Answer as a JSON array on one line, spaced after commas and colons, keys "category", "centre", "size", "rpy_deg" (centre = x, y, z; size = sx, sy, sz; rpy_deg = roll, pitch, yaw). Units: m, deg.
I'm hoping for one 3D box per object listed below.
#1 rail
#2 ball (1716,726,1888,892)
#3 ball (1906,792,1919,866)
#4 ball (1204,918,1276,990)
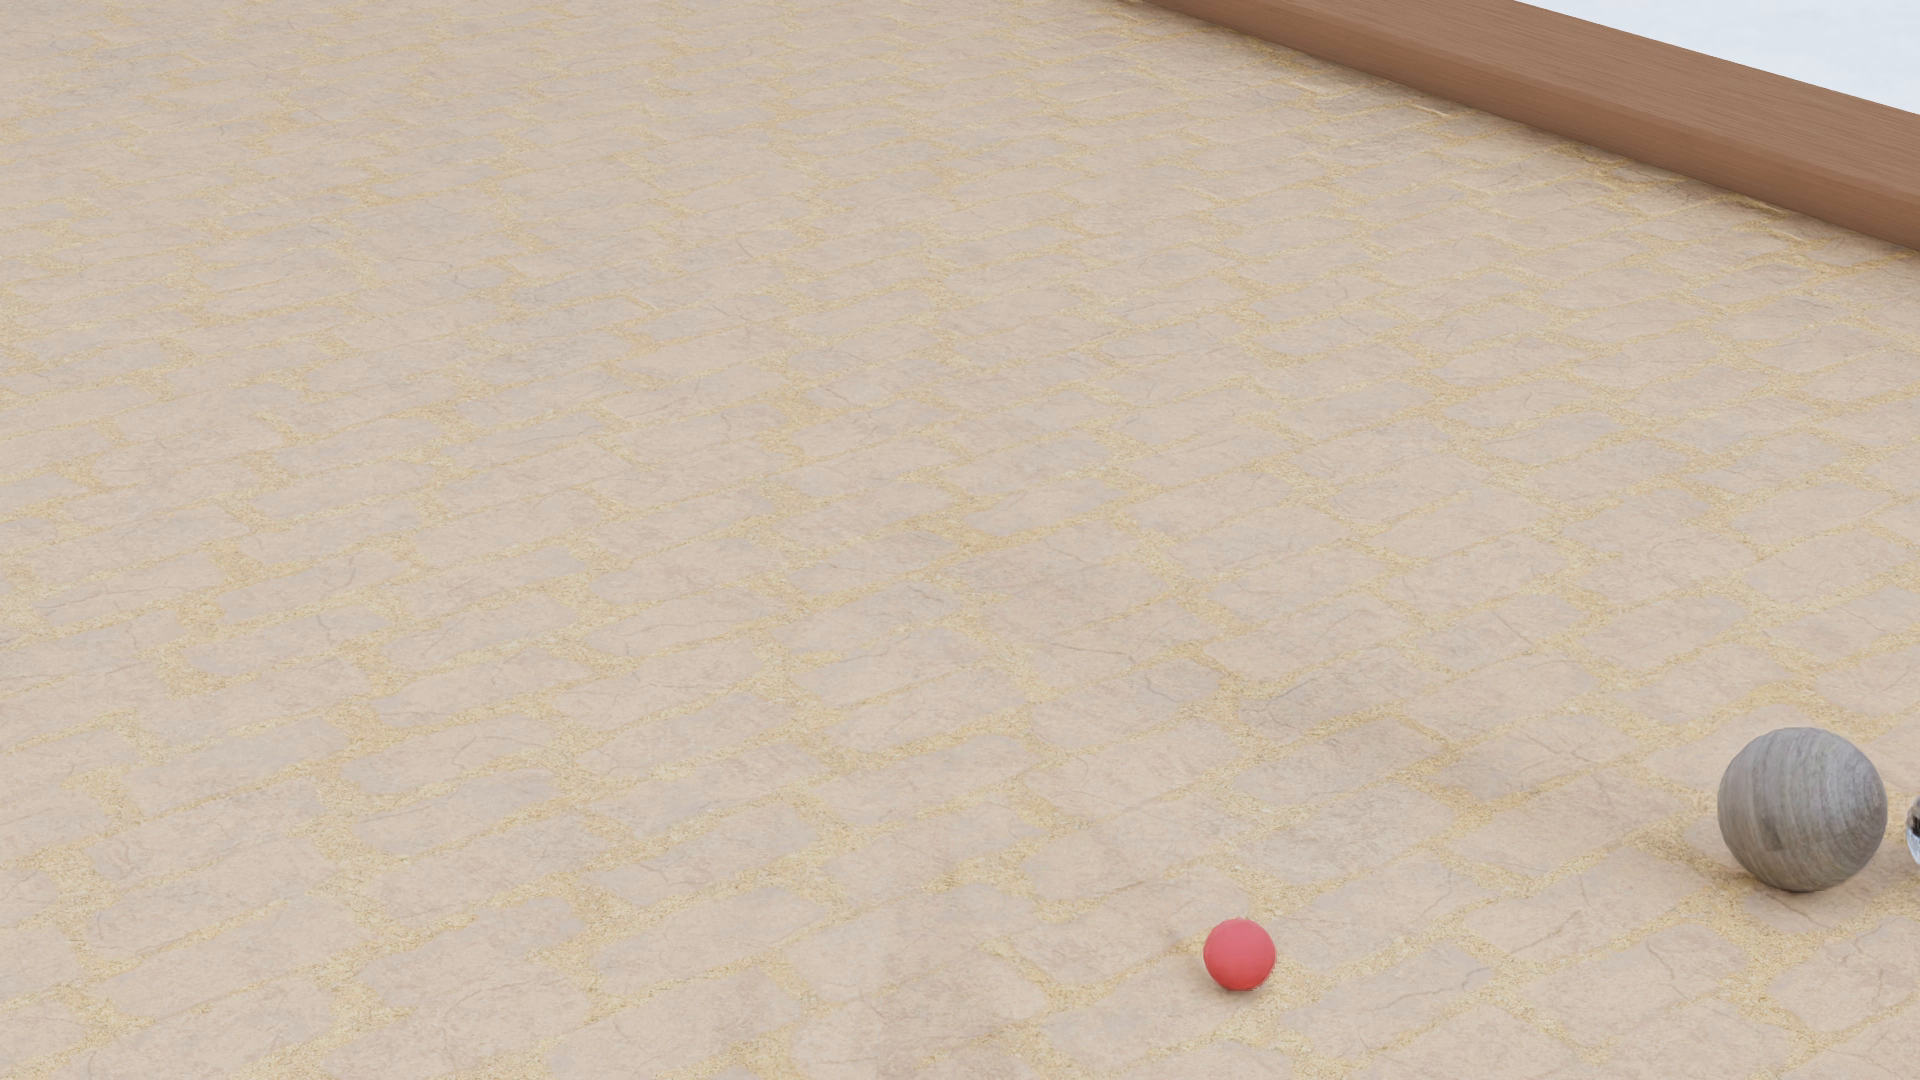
[{"category": "rail", "centre": [0.323, -0.656, 3.461], "size": [0.045, 0.128, 3.940], "rpy_deg": [-18, 30, -33]}, {"category": "ball", "centre": [0.504, 0.161, 1.761], "size": [0.099, 0.099, 0.099], "rpy_deg": [0, 25, 0]}, {"category": "ball", "centre": [0.604, 0.175, 1.766], "size": [0.069, 0.069, 0.069], "rpy_deg": [0, 25, 0]}, {"category": "ball", "centre": [0.159, 0.235, 1.671], "size": [0.041, 0.041, 0.041], "rpy_deg": [0, 25, 0]}]
